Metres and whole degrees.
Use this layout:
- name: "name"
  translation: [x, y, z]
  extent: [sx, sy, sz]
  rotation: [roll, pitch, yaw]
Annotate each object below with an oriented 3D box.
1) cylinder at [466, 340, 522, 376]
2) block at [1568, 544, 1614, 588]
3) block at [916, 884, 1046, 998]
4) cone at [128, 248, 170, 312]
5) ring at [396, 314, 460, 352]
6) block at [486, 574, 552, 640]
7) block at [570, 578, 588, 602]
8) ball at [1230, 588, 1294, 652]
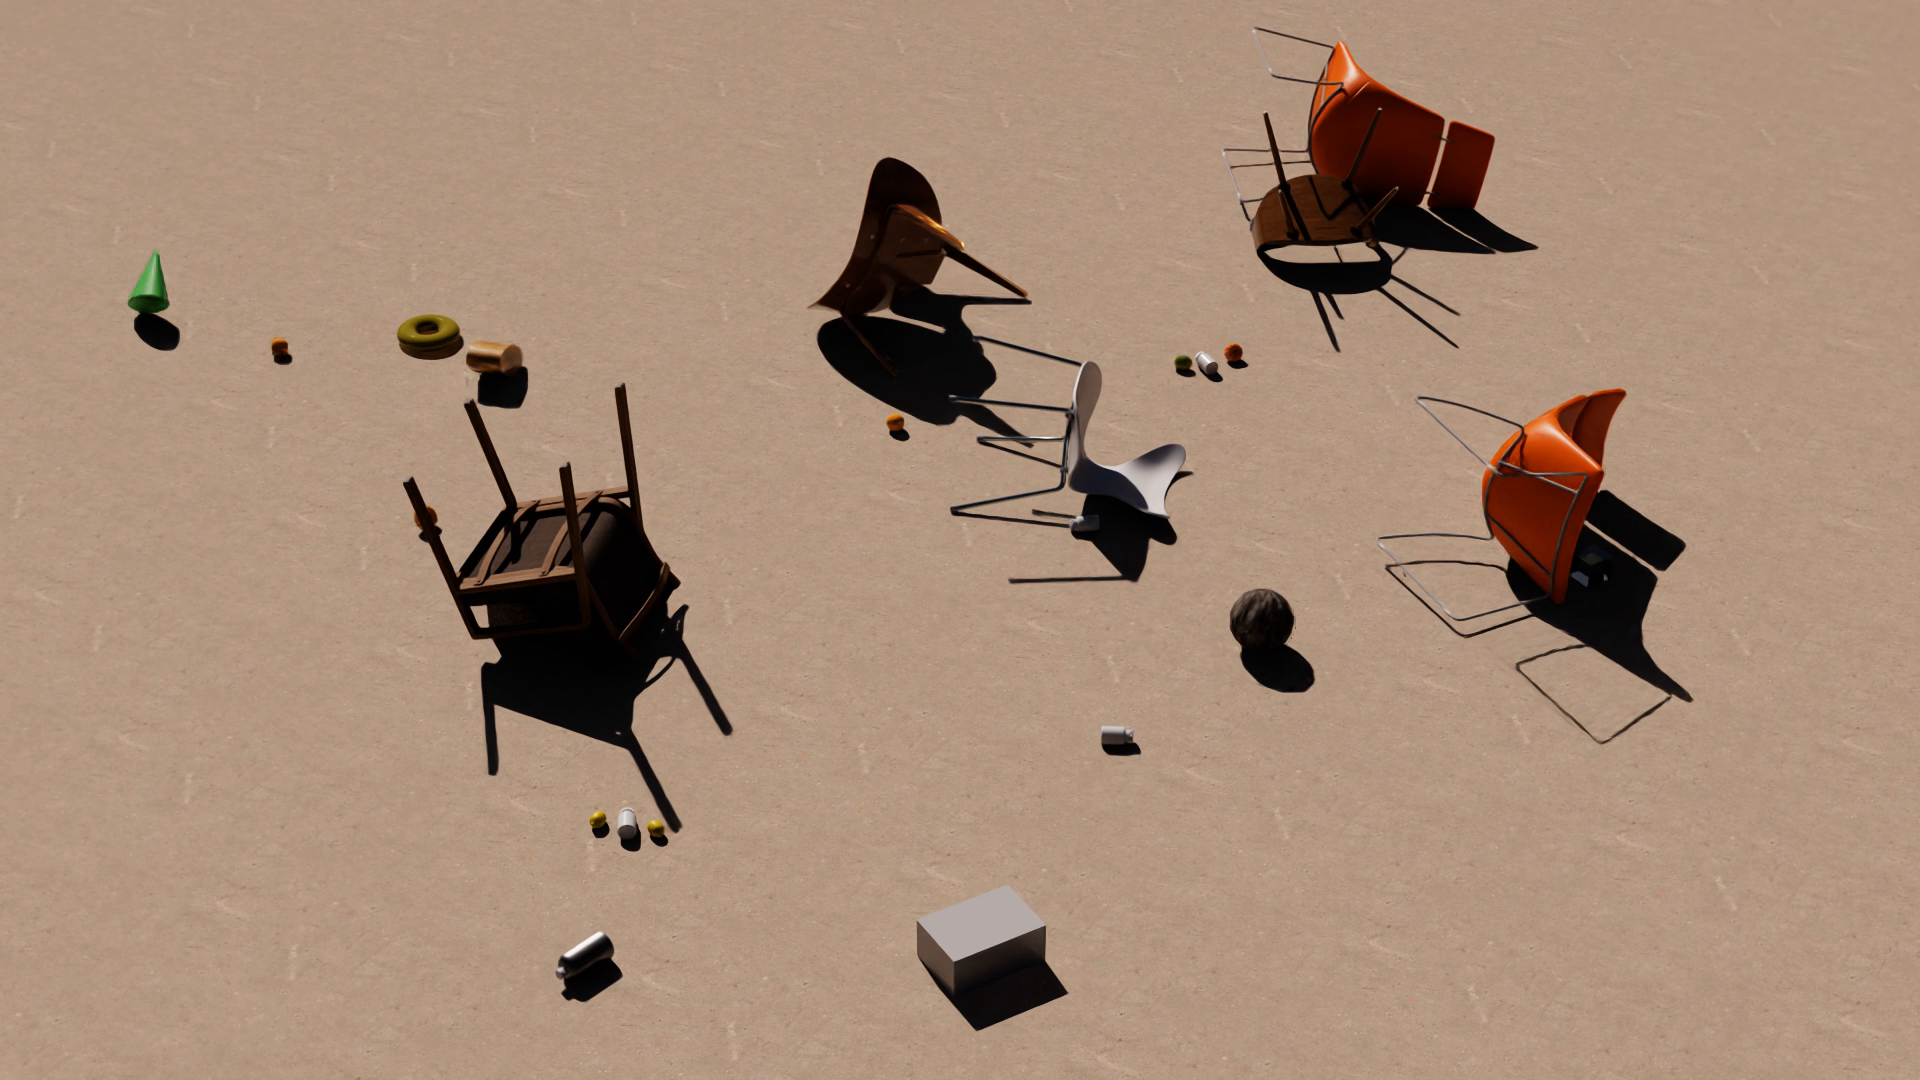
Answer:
- name: "cylinder"
  translation: [-1.892, -0.738, 11.918]
  extent: [0.144, 0.128, 0.252]
  rotation: [8, 8, 12]
- name: "block"
  translation: [2.305, 0.094, 10.714]
  extent: [0.110, 0.097, 0.101]
  rotation: [-19, 38, -26]
- name: "block"
  translation: [0.065, 1.223, 8.958]
  extent: [0.326, 0.144, 0.223]
  rotation: [-18, 37, -25]
- name: "cone"
  translation: [-3.394, -1.113, 12.328]
  extent: [0.159, 0.256, 0.251]
  rotation: [14, -19, -31]
- name: "ring"
  translation: [-2.211, -0.862, 12.196]
  extent: [0.272, 0.063, 0.257]
  rotation: [27, 43, 35]
- name: "block"
  translation: [-1.571, 0.236, 10.450]
  extent: [0.177, 0.149, 0.176]
  rotation: [5, 34, 8]
- name: "block"
  translation: [-1.381, 0.181, 10.626]
  extent: [0.054, 0.048, 0.080]
  rotation: [2, 33, 3]
- name: "ball"
  translation: [1.059, 0.284, 10.308]
  extent: [0.226, 0.226, 0.226]
  rotation: [0, 33, 0]
